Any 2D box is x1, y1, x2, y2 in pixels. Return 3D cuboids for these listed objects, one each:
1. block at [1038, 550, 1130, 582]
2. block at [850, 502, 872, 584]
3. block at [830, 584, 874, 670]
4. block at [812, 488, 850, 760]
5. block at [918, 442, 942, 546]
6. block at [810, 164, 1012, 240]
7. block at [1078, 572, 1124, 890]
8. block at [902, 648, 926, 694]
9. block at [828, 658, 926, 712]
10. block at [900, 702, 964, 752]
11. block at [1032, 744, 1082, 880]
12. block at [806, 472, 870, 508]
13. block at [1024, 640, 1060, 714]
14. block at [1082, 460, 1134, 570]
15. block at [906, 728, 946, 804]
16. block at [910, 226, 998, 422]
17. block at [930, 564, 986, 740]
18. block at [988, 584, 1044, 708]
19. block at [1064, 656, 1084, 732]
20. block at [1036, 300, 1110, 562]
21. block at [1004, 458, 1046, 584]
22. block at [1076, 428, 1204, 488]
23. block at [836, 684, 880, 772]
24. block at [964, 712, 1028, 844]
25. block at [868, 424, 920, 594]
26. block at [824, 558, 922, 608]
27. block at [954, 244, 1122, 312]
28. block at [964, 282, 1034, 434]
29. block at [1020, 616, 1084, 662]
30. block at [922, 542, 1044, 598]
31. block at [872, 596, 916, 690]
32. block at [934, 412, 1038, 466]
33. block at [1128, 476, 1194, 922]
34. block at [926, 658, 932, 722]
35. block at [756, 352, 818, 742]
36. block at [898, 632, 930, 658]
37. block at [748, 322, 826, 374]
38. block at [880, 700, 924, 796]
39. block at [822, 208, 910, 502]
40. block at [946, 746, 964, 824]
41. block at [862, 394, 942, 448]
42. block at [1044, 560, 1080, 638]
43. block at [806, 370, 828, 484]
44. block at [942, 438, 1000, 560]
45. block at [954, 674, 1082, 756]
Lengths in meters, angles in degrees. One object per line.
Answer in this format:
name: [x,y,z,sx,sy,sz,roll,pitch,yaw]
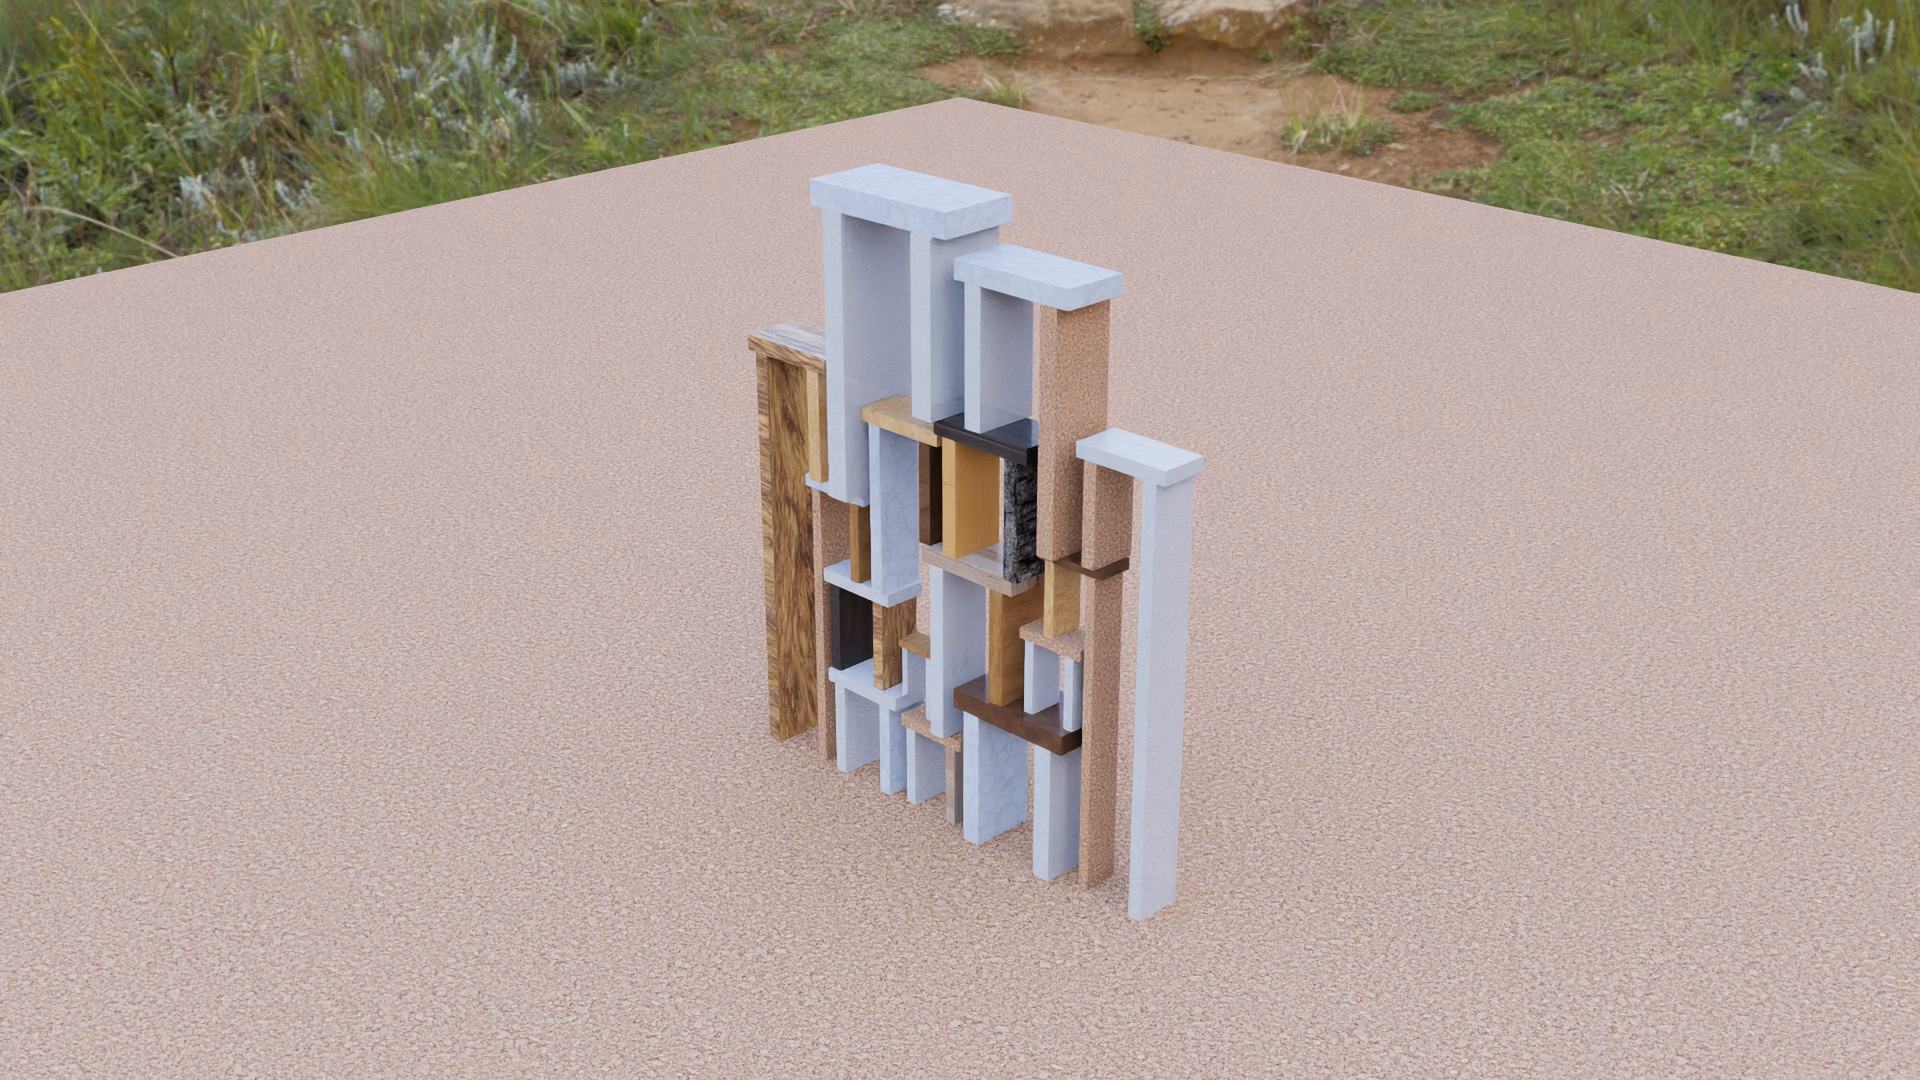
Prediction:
block: [0.225,0.032,3.998,0.077,0.022,0.154,-21,31,-41]
block: [-0.181,-0.005,4.411,0.085,0.170,0.024,-21,31,-40]
block: [-0.221,0.166,4.540,0.095,0.191,0.027,-21,31,-41]
block: [-0.260,0.169,4.573,0.024,0.617,0.085,21,31,41]
block: [-0.031,-0.102,4.216,0.029,0.207,0.104,21,31,41]
block: [-0.092,-0.626,4.051,0.353,0.050,0.176,21,31,40]
block: [0.261,0.354,4.096,0.022,0.648,0.077,21,31,41]
block: [-0.093,0.256,4.440,0.014,0.102,0.051,21,31,41]
block: [-0.166,0.291,4.524,0.100,0.028,0.201,-21,31,-41]
block: [-0.029,0.373,4.414,0.170,0.024,0.085,21,31,41]
block: [0.204,0.500,4.221,0.040,0.283,0.141,21,31,41]
block: [-0.221,-0.111,4.409,0.170,0.024,0.085,21,31,40]
block: [0.156,0.248,4.157,0.075,0.150,0.021,-21,31,-41]
block: [0.264,-0.057,3.918,0.102,0.204,0.029,-21,31,-41]
block: [-0.069,0.447,4.489,0.024,0.170,0.085,21,31,41]
block: [-0.009,-0.409,4.056,0.176,0.353,0.050,-21,31,-41]
block: [-0.003,0.203,4.316,0.034,0.366,0.119,21,31,41]
block: [0.109,0.188,4.188,0.034,0.238,0.119,21,31,41]
block: [0.227,0.276,4.093,0.075,0.150,0.021,-21,31,-40]
block: [0.201,-0.203,3.919,0.039,0.473,0.139,21,31,41]
block: [0.134,-0.049,4.051,0.034,0.238,0.119,21,31,40]
block: [0.312,-0.145,3.828,0.204,0.029,0.102,21,31,40]
block: [-0.213,0.378,4.612,0.028,0.201,0.100,21,31,41]
block: [0.071,0.448,4.344,0.040,0.283,0.141,21,31,41]
block: [-0.129,-0.073,4.334,0.029,0.354,0.103,21,31,41]
block: [-0.176,0.083,4.456,0.095,0.027,0.191,-21,31,-41]
block: [0.136,-0.465,3.880,0.139,0.039,0.277,-21,31,-41]
block: [0.071,-0.345,4.001,0.139,0.277,0.039,-21,31,-41]
block: [0.192,0.183,4.091,0.150,0.021,0.075,21,31,40]
block: [0.053,0.041,4.186,0.238,0.034,0.119,21,31,41]
block: [-0.131,0.201,4.457,0.095,0.191,0.027,-21,31,-41]
block: [0.077,-0.197,4.050,0.119,0.034,0.238,-21,31,-41]
block: [0.360,0.289,3.960,0.029,0.874,0.102,21,31,41]
block: [-0.045,0.291,4.403,0.014,0.137,0.051,21,31,41]
block: [-0.357,0.013,4.613,0.033,0.873,0.116,21,31,41]
block: [-0.069,0.212,4.395,0.102,0.014,0.051,21,31,41]
block: [-0.304,-0.384,4.384,0.116,0.033,0.232,-21,30,-40]
block: [-0.118,0.415,4.525,0.028,0.201,0.100,21,31,41]
block: [-0.177,-0.369,4.249,0.050,0.578,0.176,21,31,40]
block: [0.011,0.478,4.415,0.024,0.170,0.085,21,31,41]
block: [-0.080,-0.230,4.214,0.207,0.029,0.103,21,31,40]
block: [0.190,0.099,4.066,0.022,0.154,0.077,21,30,39]
block: [-0.248,-0.240,4.385,0.033,0.232,0.116,21,31,40]
block: [0.021,-0.093,4.155,0.034,0.239,0.119,21,31,41]
block: [0.138,0.325,4.220,0.283,0.040,0.141,21,31,41]
